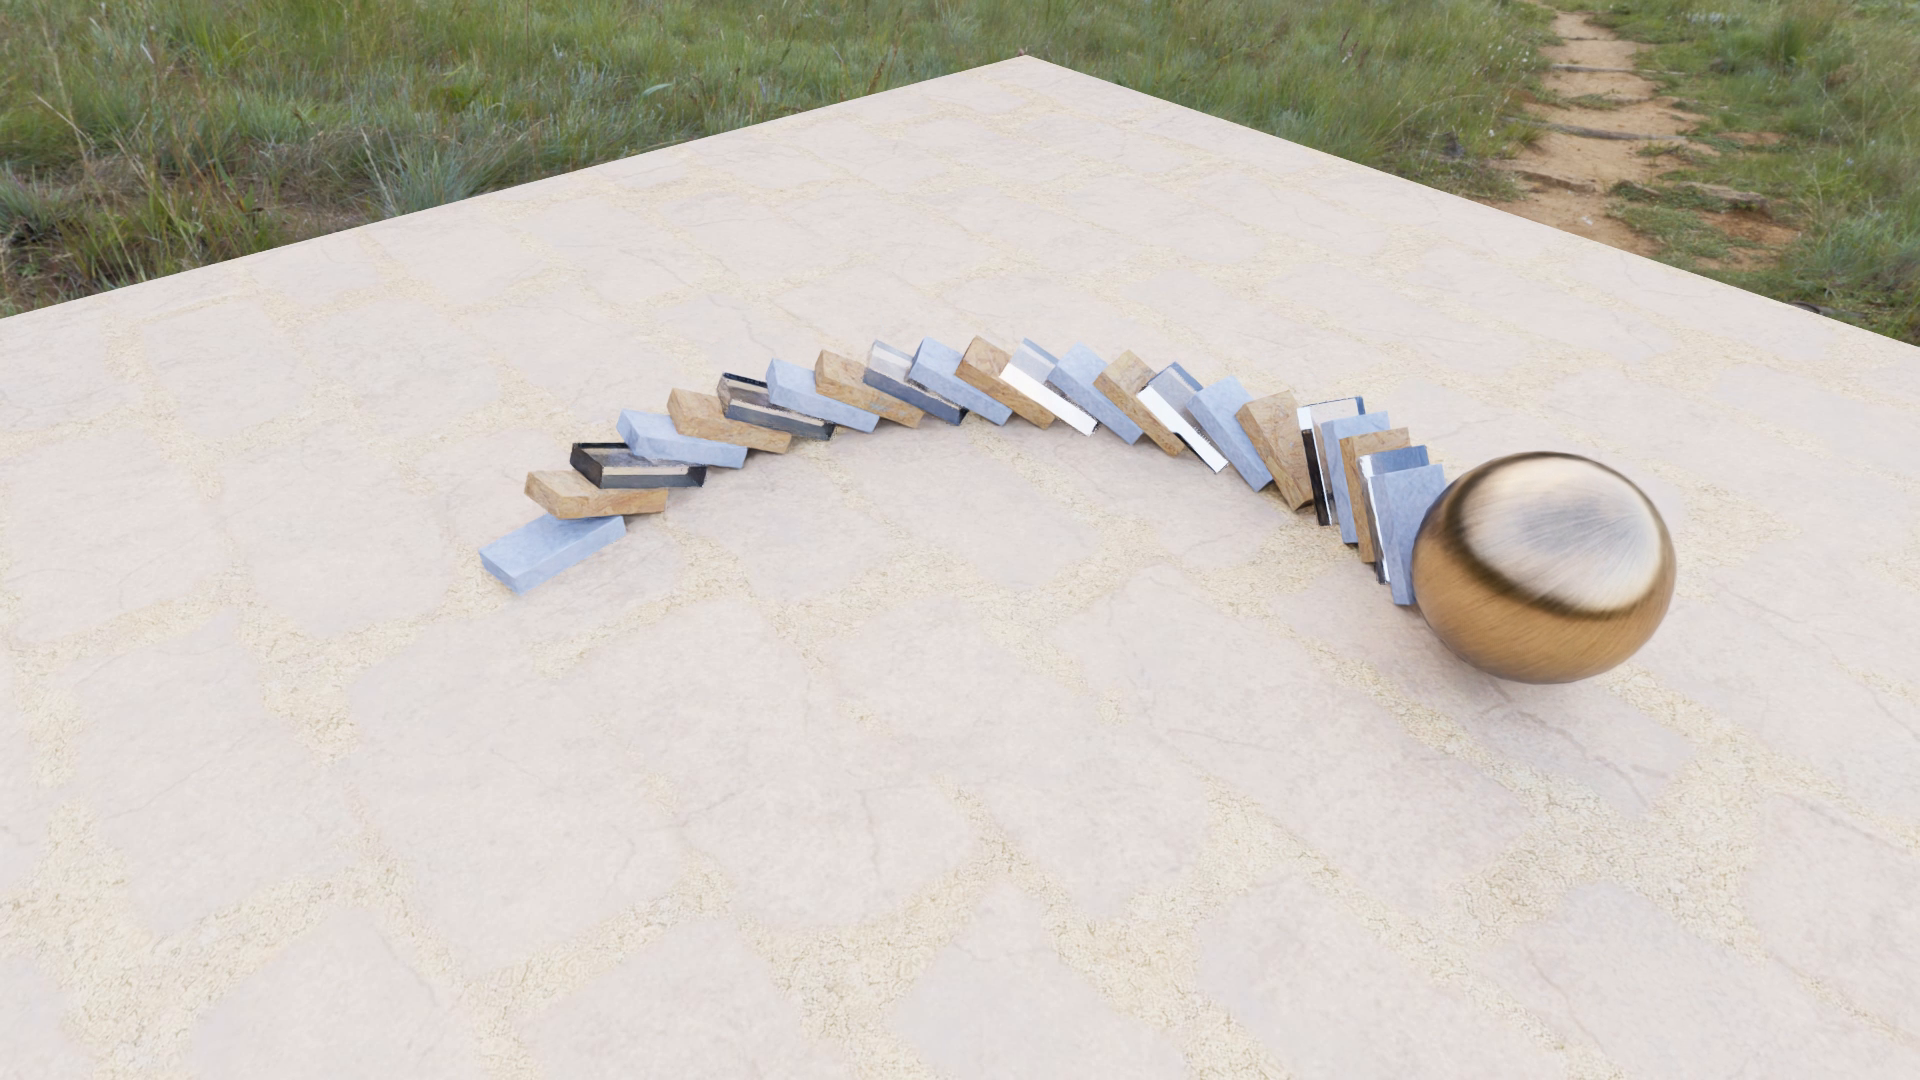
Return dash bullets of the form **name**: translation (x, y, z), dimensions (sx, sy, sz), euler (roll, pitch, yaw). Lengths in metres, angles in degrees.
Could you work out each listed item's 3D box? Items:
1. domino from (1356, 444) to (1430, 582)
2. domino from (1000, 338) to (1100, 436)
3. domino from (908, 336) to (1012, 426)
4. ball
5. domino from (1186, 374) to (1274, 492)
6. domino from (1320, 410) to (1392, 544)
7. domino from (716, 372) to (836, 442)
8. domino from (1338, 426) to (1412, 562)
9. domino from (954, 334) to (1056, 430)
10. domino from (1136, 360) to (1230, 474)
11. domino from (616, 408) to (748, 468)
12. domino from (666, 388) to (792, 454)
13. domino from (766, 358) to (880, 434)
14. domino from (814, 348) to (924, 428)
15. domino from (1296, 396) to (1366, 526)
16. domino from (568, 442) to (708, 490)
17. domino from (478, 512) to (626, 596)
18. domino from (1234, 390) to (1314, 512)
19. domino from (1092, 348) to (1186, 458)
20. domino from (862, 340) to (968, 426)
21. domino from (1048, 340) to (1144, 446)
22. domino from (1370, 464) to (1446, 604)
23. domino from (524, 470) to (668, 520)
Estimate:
- **domino**: translation (0.173, -0.010, 0.429), dimensions (0.025, 0.050, 0.009), euler (-10, -1, -12)
- **domino**: translation (0.045, -0.072, 0.514), dimensions (0.050, 0.009, 0.025), euler (33, 43, -3)
- **domino**: translation (0.002, -0.075, 0.518), dimensions (0.050, 0.009, 0.025), euler (27, 39, -11)
- **ball**: translation (0.197, 0.009, 0.376), dimensions (0.080, 0.080, 0.080), euler (0, 39, 0)
- **domino**: translation (0.125, -0.047, 0.484), dimensions (0.025, 0.010, 0.050), euler (-28, 74, -29)
- **domino**: translation (0.165, -0.026, 0.448), dimensions (0.025, 0.050, 0.009), euler (-10, -1, -12)
- **domino**: translation (-0.084, -0.060, 0.500), dimensions (0.050, 0.010, 0.025), euler (11, 32, -30)
- **domino**: translation (0.169, -0.018, 0.438), dimensions (0.025, 0.050, 0.009), euler (-10, -1, -12)
- **domino**: translation (0.024, -0.074, 0.517), dimensions (0.050, 0.009, 0.025), euler (30, 41, -7)
- **domino**: translation (0.106, -0.055, 0.494), dimensions (0.050, 0.010, 0.025), euler (46, 53, 8)
- **domino**: translation (-0.121, -0.044, 0.480), dimensions (0.050, 0.009, 0.025), euler (5, 29, -40)
- **domino**: translation (-0.103, -0.053, 0.491), dimensions (0.050, 0.009, 0.025), euler (9, 31, -34)
- **domino**: translation (-0.063, -0.067, 0.507), dimensions (0.050, 0.010, 0.025), euler (15, 32, -26)
- **domino**: translation (-0.042, -0.070, 0.512), dimensions (0.050, 0.010, 0.025), euler (18, 34, -22)
- **domino**: translation (0.158, -0.033, 0.456), dimensions (0.025, 0.050, 0.009), euler (-10, -1, -12)
- **domino**: translation (-0.136, -0.032, 0.466), dimensions (0.025, 0.010, 0.050), euler (34, 24, 34)
- **domino**: translation (-0.163, 0.001, 0.442), dimensions (0.025, 0.009, 0.050), euler (28, 47, 30)
- **domino**: translation (0.142, -0.039, 0.473), dimensions (0.025, 0.010, 0.050), euler (-18, 70, -23)
- **domino**: translation (0.087, -0.063, 0.503), dimensions (0.050, 0.010, 0.025), euler (43, 50, 6)
- **domino**: translation (-0.020, -0.074, 0.516), dimensions (0.050, 0.010, 0.025), euler (23, 36, -16)
- **domino**: translation (0.067, -0.068, 0.509), dimensions (0.050, 0.010, 0.025), euler (39, 47, 2)
- **domino**: translation (0.175, -0.002, 0.419), dimensions (0.025, 0.050, 0.009), euler (-10, -1, -12)
- **domino**: translation (-0.148, -0.020, 0.451), dimensions (0.025, 0.009, 0.050), euler (30, 22, 31)
